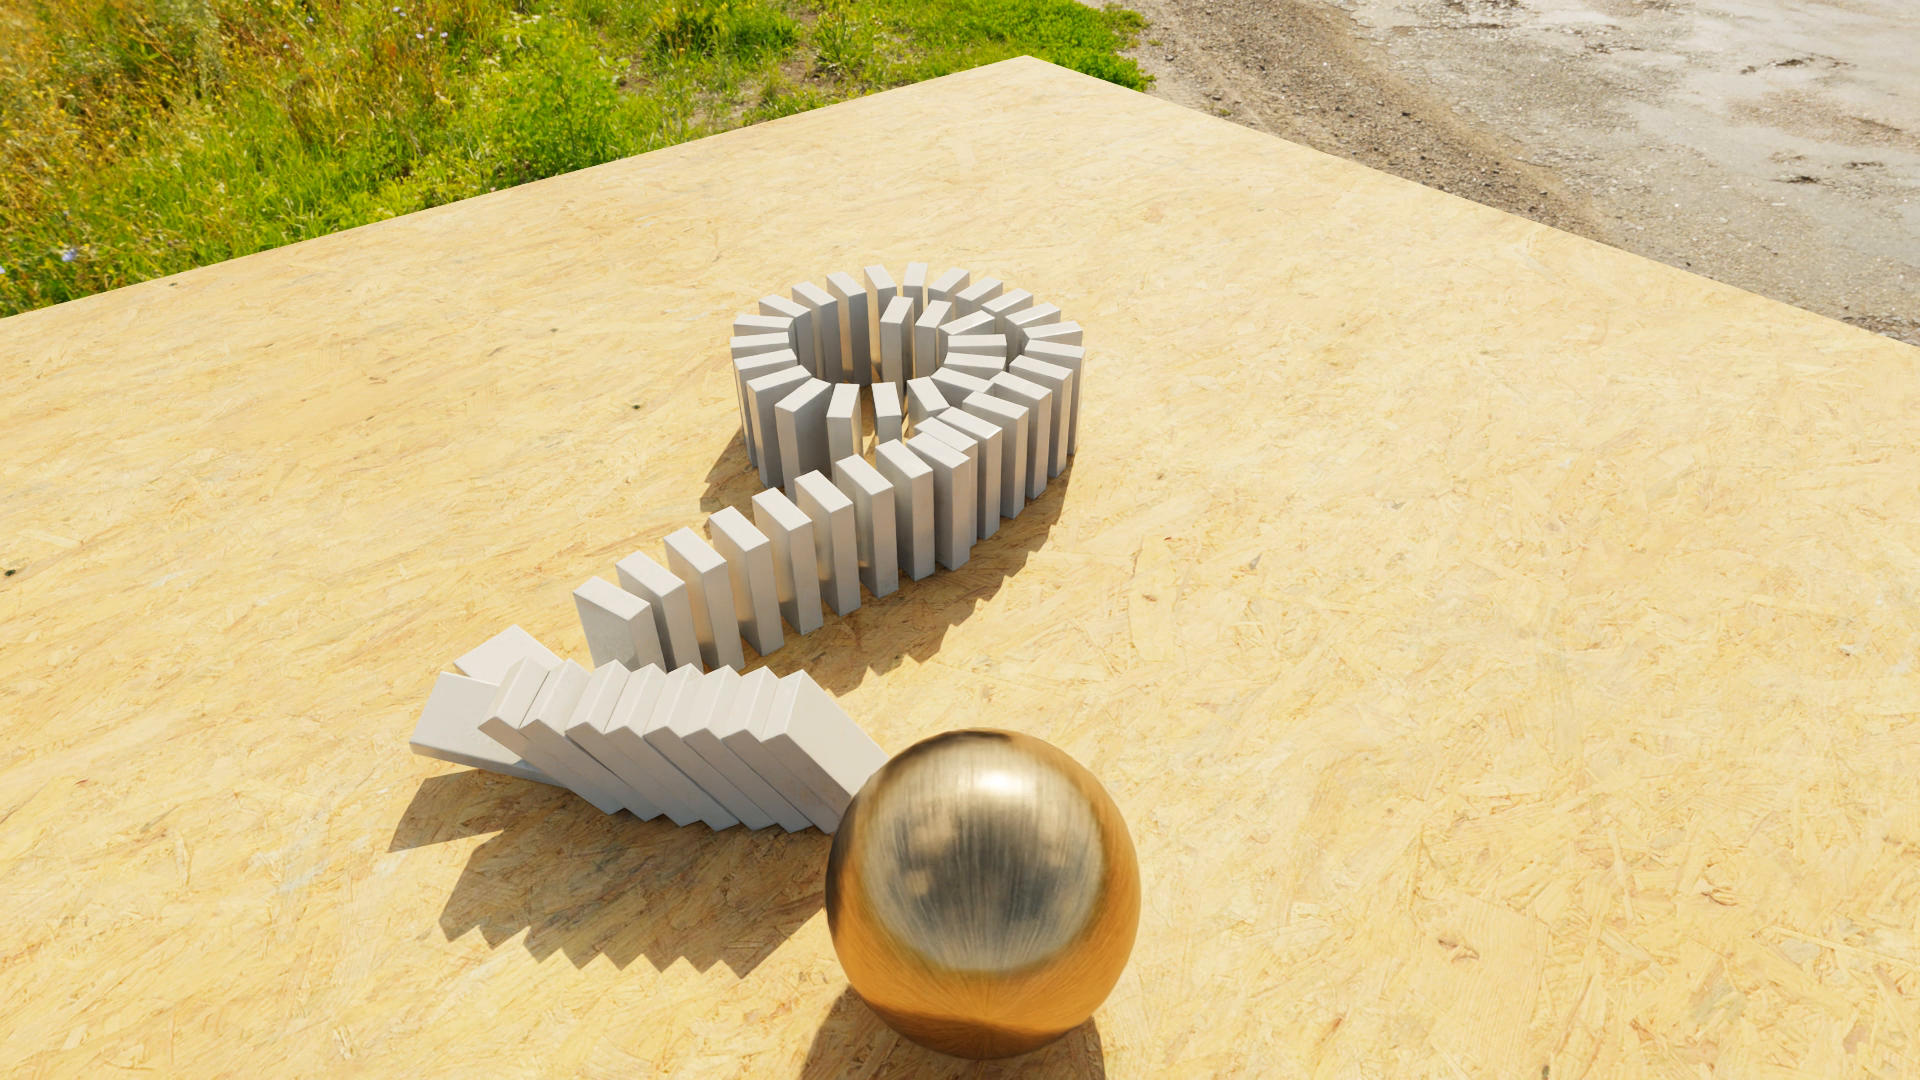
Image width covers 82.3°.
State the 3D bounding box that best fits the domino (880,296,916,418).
[{"bbox_3d":[-0.029,-0.085,0.516,0.010,0.050,0.025,7,40,9],"label":"domino"}]

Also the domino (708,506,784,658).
[{"bbox_3d":[-0.076,0.015,0.393,0.009,0.050,0.025,-28,47,-30],"label":"domino"}]

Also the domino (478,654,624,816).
[{"bbox_3d":[-0.121,0.061,0.341,0.009,0.050,0.025,-30,31,28],"label":"domino"}]

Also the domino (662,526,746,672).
[{"bbox_3d":[-0.089,0.022,0.384,0.010,0.050,0.025,-30,48,-31],"label":"domino"}]

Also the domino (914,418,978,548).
[{"bbox_3d":[-0.005,-0.021,0.437,0.025,0.050,0.010,31,49,32],"label":"domino"}]

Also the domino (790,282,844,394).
[{"bbox_3d":[-0.068,-0.096,0.528,0.010,0.050,0.025,-27,47,-29],"label":"domino"}]

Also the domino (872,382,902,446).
[{"bbox_3d":[-0.030,-0.037,0.457,0.009,0.050,0.025,-5,40,-7],"label":"domino"}]

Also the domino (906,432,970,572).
[{"bbox_3d":[-0.008,-0.015,0.429,0.025,0.050,0.009,32,49,33],"label":"domino"}]

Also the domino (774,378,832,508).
[{"bbox_3d":[-0.063,-0.039,0.460,0.009,0.050,0.025,21,44,24],"label":"domino"}]

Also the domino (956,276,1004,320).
[{"bbox_3d":[0.009,-0.099,0.532,0.009,0.050,0.025,26,46,28],"label":"domino"}]

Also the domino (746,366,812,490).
[{"bbox_3d":[-0.075,-0.047,0.469,0.025,0.050,0.009,-22,44,-24],"label":"domino"}]

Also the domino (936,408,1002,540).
[{"bbox_3d":[0.004,-0.026,0.444,0.025,0.050,0.009,27,46,29],"label":"domino"}]

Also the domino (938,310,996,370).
[{"bbox_3d":[0.003,-0.078,0.506,0.025,0.050,0.010,-28,47,-29],"label":"domino"}]

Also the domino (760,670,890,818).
[{"bbox_3d":[-0.039,0.065,0.334,0.009,0.050,0.025,-24,32,24],"label":"domino"}]

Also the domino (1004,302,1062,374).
[{"bbox_3d":[0.033,-0.083,0.513,0.025,0.050,0.009,-24,45,-26],"label":"domino"}]

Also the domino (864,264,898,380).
[{"bbox_3d":[-0.038,-0.107,0.542,0.009,0.050,0.025,-12,41,-15],"label":"domino"}]

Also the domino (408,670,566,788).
[{"bbox_3d":[-0.145,0.061,0.352,0.050,0.009,0.025,15,55,-9],"label":"domino"}]

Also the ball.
[{"bbox_3d":[0.006,0.088,0.280,0.080,0.080,0.080,0,39,0],"label":"ball"}]

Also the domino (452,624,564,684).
[{"bbox_3d":[-0.150,0.050,0.382,0.050,0.010,0.025,28,47,29],"label":"domino"}]

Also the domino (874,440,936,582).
[{"bbox_3d":[-0.021,-0.011,0.425,0.009,0.050,0.025,-24,45,-27],"label":"domino"}]

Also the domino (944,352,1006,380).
[{"bbox_3d":[0.006,-0.056,0.480,0.025,0.050,0.009,6,40,8],"label":"domino"}]

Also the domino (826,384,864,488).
[{"bbox_3d":[-0.047,-0.037,0.456,0.009,0.050,0.025,2,39,3],"label":"domino"}]

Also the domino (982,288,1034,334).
[{"bbox_3d":[0.022,-0.092,0.523,0.025,0.050,0.010,-32,49,-33],"label":"domino"}]

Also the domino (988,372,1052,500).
[{"bbox_3d":[0.025,-0.044,0.465,0.025,0.050,0.009,26,46,28],"label":"domino"}]

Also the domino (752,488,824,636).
[{"bbox_3d":[-0.063,0.008,0.401,0.009,0.050,0.025,-27,46,-29],"label":"domino"}]

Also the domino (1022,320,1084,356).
[{"bbox_3d":[0.041,-0.074,0.501,0.025,0.050,0.009,-11,41,-14],"label":"domino"}]

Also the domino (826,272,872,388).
[{"bbox_3d":[-0.054,-0.102,0.536,0.009,0.050,0.025,-20,44,-23],"label":"domino"}]

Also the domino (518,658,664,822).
[{"bbox_3d":[-0.109,0.062,0.340,0.009,0.050,0.025,-29,30,27],"label":"domino"}]

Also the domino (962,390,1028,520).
[{"bbox_3d":[0.014,-0.034,0.454,0.025,0.050,0.009,21,44,24],"label":"domino"}]

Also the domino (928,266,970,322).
[{"bbox_3d":[-0.005,-0.105,0.540,0.010,0.050,0.025,19,43,21],"label":"domino"}]

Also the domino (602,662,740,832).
[{"bbox_3d":[-0.084,0.064,0.336,0.010,0.050,0.025,-24,32,24],"label":"domino"}]

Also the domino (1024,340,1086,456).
[{"bbox_3d":[0.041,-0.063,0.488,0.025,0.050,0.010,11,41,13],"label":"domino"}]

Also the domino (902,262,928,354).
[{"bbox_3d":[-0.021,-0.108,0.544,0.009,0.050,0.025,3,39,3],"label":"domino"}]

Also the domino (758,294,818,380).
[{"bbox_3d":[-0.080,-0.088,0.519,0.025,0.050,0.010,28,47,30],"label":"domino"}]

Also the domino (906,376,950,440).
[{"bbox_3d":[-0.013,-0.040,0.460,0.009,0.050,0.025,-14,41,-16],"label":"domino"}]

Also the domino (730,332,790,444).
[{"bbox_3d":[-0.087,-0.068,0.494,0.025,0.050,0.010,-7,40,-8],"label":"domino"}]

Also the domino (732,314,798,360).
[{"bbox_3d":[-0.088,-0.079,0.507,0.025,0.050,0.010,6,40,7],"label":"domino"}]

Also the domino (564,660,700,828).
[{"bbox_3d":[-0.096,0.063,0.337,0.009,0.050,0.025,-25,32,25],"label":"domino"}]

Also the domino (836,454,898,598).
[{"bbox_3d":[-0.035,-0.005,0.417,0.010,0.050,0.025,-25,45,-27],"label":"domino"}]

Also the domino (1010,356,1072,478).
[{"bbox_3d":[0.034,-0.053,0.476,0.025,0.050,0.010,20,43,23],"label":"domino"}]

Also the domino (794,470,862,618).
[{"bbox_3d":[-0.049,0.002,0.409,0.009,0.050,0.025,-25,46,-27],"label":"domino"}]

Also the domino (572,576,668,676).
[{"bbox_3d":[-0.111,0.038,0.365,0.025,0.050,0.010,22,44,24],"label":"domino"}]

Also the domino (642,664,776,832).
[{"bbox_3d":[-0.073,0.064,0.336,0.009,0.050,0.025,-24,33,24],"label":"domino"}]

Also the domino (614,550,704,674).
[{"bbox_3d":[-0.101,0.030,0.375,0.025,0.050,0.010,29,47,31],"label":"domino"}]

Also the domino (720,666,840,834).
[{"bbox_3d":[-0.050,0.064,0.335,0.010,0.050,0.025,-24,32,24],"label":"domino"}]

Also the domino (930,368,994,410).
[{"bbox_3d":[0.001,-0.047,0.468,0.025,0.050,0.009,20,43,22],"label":"domino"}]

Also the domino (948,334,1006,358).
[{"bbox_3d":[0.007,-0.067,0.494,0.025,0.050,0.010,-2,39,-2],"label":"domino"}]

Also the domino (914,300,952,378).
[{"bbox_3d":[-0.012,-0.083,0.513,0.009,0.050,0.025,11,41,13],"label":"domino"}]

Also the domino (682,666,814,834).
[{"bbox_3d":[-0.061,0.064,0.335,0.010,0.050,0.025,-24,32,24],"label":"domino"}]

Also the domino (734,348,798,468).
[{"bbox_3d":[-0.082,-0.057,0.481,0.025,0.050,0.009,-14,41,-16],"label":"domino"}]
